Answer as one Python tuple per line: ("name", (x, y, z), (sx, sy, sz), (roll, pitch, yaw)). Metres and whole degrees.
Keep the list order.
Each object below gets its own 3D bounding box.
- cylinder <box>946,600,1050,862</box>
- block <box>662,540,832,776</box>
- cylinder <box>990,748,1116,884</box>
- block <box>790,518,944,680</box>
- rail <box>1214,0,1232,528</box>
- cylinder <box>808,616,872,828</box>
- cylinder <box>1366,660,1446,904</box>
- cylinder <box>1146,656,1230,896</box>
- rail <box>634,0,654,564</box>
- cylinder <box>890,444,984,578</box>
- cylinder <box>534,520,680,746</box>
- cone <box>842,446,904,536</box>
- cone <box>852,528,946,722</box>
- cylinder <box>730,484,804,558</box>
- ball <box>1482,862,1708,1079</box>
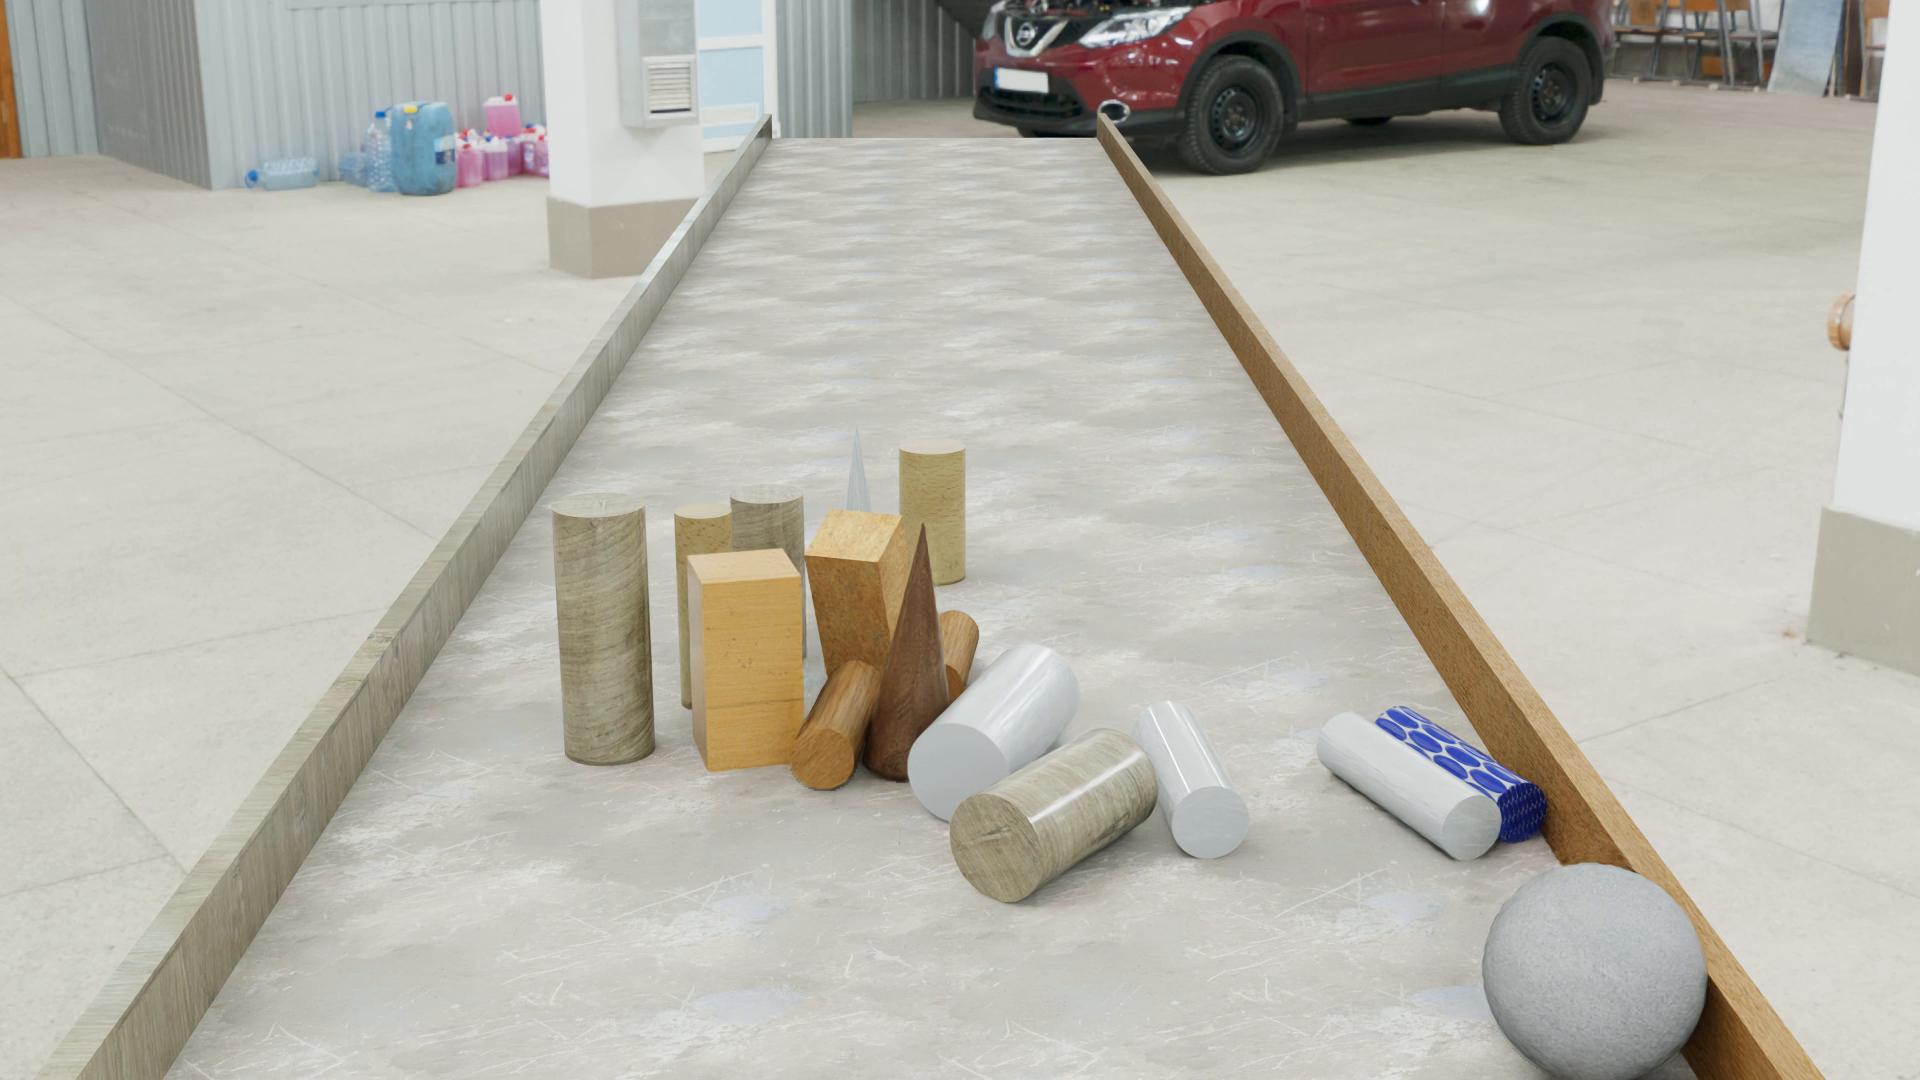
("cylinder", (0.065, 0.329, 3.807), (0.179, 0.414, 0.179), (0, 17, 0))
("block", (-0.381, 0.211, 3.910), (0.172, 0.346, 0.172), (21, 26, -17))
("cylinder", (0.152, 0.430, 3.477), (0.173, 0.173, 0.336), (2, 0, 7))
("block", (-0.182, 0.118, 4.217), (0.146, 0.318, 0.146), (-34, 57, 6))
("rail", (0.932, -0.844, 7.801), (0.050, 12.000, 0.150), (0, 0, 0))
("cylinder", (-0.214, 0.325, 3.924), (0.112, 0.361, 0.112), (0, 17, 0))
("cylinder", (0.743, 0.405, 3.670), (0.111, 0.392, 0.111), (0, 17, 0))
("cylinder", (0.380, 0.395, 3.677), (0.126, 0.380, 0.126), (0, 17, 0))
("rail", (-1.118, -0.838, 7.780), (0.050, 12.000, 0.150), (0, 0, 0))
("cylinder", (-0.061, -0.063, 4.909), (0.149, 0.302, 0.149), (-11, 52, 14))
("cylinder", (-0.630, 0.158, 3.895), (0.162, 0.162, 0.457), (-6, 36, -20))
("cone", (-0.215, -0.041, 4.633), (0.132, 0.132, 0.417), (2, 31, 8))
("cone", (-0.075, 0.178, 3.826), (0.173, 0.173, 0.449), (-3, 35, -9))
("cylinder", (-0.382, 0.071, 4.390), (0.146, 0.340, 0.146), (0, 17, 0))
("ball", (0.821, 0.560, 2.850), (0.281, 0.281, 0.281), (0, 17, 0))
